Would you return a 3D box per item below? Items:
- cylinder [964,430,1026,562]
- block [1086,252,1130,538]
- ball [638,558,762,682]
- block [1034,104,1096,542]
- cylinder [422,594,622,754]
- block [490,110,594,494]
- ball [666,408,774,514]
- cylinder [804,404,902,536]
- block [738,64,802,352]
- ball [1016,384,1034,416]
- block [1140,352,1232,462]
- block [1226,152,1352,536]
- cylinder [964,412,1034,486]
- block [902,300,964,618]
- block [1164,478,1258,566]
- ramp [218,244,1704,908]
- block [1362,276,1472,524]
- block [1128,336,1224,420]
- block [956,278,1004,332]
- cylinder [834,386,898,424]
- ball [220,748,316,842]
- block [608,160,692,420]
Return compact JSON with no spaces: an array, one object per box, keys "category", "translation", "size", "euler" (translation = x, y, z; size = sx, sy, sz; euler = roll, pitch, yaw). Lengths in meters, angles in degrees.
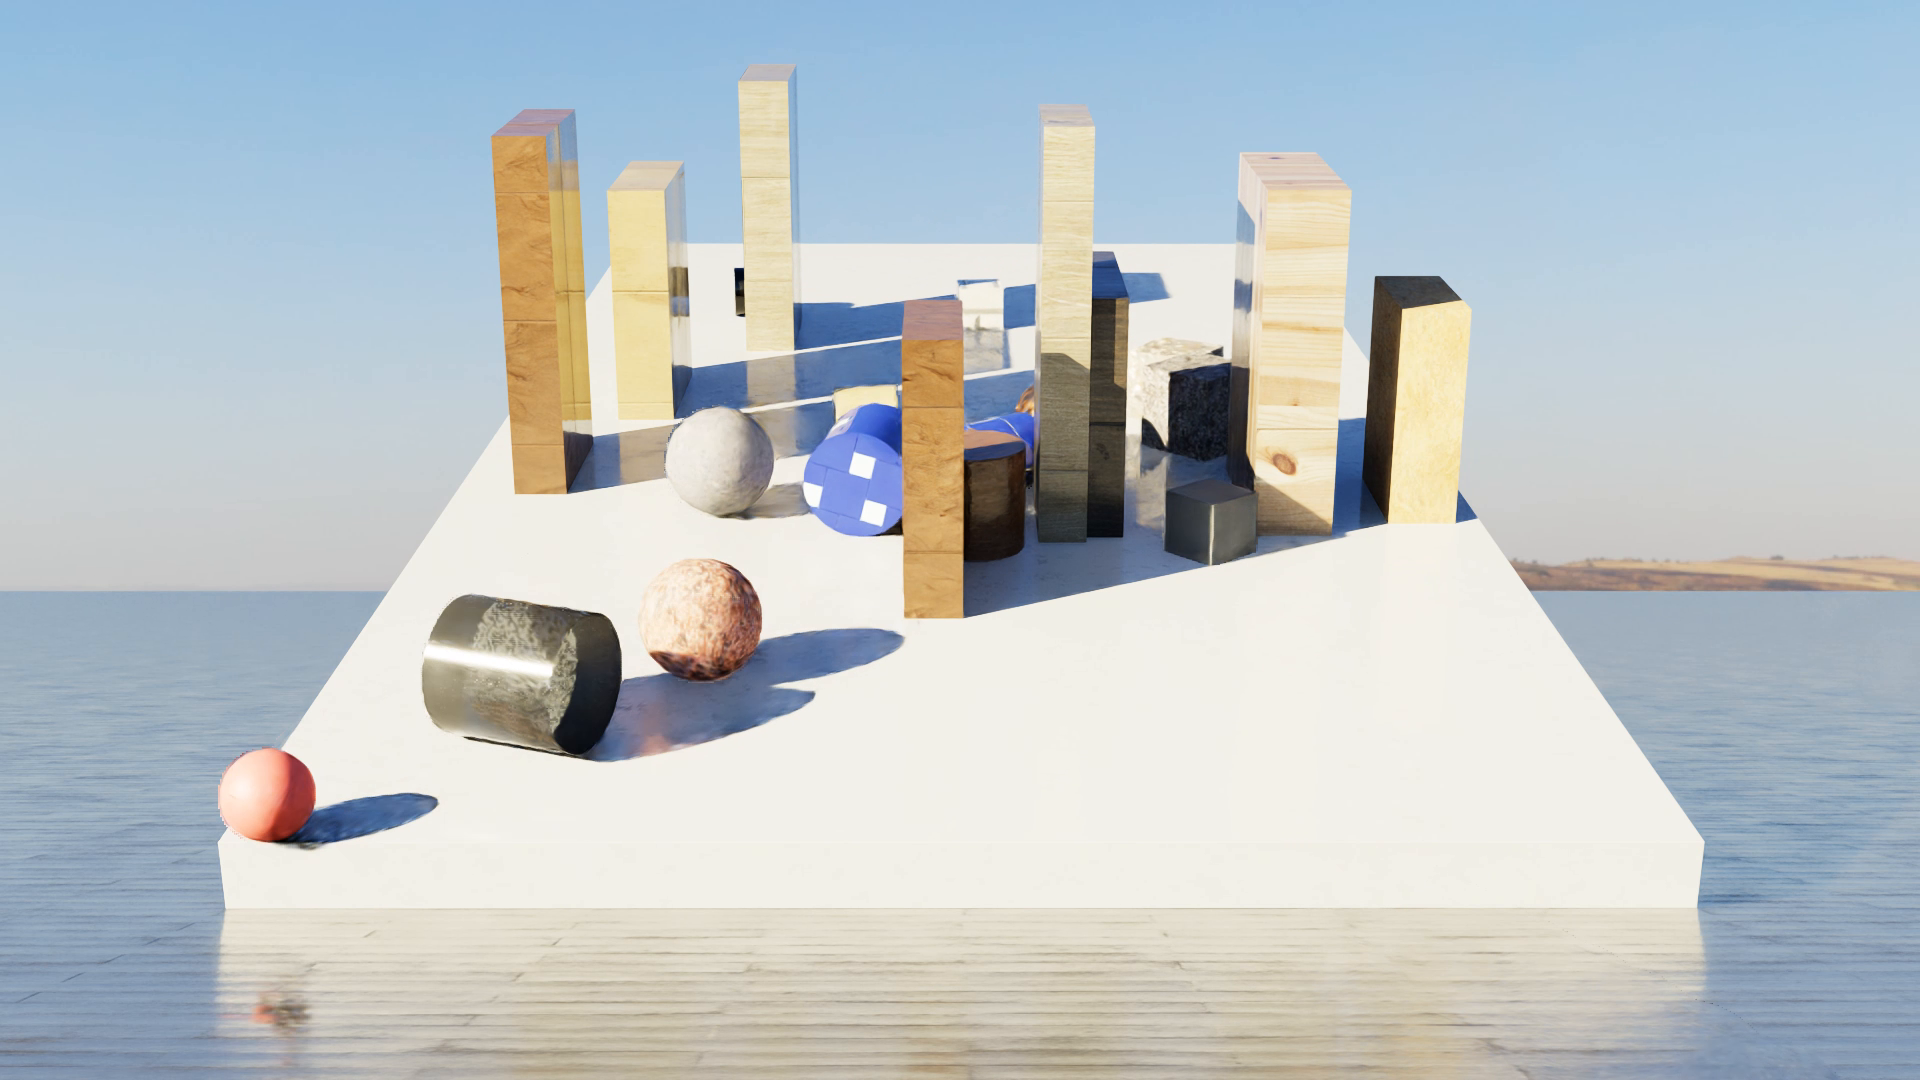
[{"category":"cylinder","translation":[0.023,-0.083,4.152],"size":[0.195,0.195,0.195],"euler":[0,19,0]},{"category":"block","translation":[0.255,-0.289,4.349],"size":[0.101,0.457,0.421],"euler":[0,19,0]},{"category":"ball","translation":[-0.408,0.125,3.546],"size":[0.195,0.195,0.195],"euler":[0,-1,0]},{"category":"block","translation":[0.191,-0.405,4.203],"size":[0.090,0.771,0.277],"euler":[0,19,0]},{"category":"cylinder","translation":[-0.641,0.196,3.308],"size":[0.210,0.210,0.210],"euler":[7,1,20]},{"category":"block","translation":[-0.832,-0.483,4.519],"size":[0.103,0.708,0.353],"euler":[0,19,0]},{"category":"ball","translation":[-0.461,-0.152,4.331],"size":[0.207,0.207,0.207],"euler":[0,-1,0]},{"category":"cylinder","translation":[-0.176,-0.135,4.287],"size":[0.204,0.204,0.204],"euler":[0,19,10]},{"category":"block","translation":[-0.469,-0.832,5.612],"size":[0.117,0.659,0.330],"euler":[0,19,0]},{"category":"ball","translation":[0.200,-0.252,4.676],"size":[0.174,0.174,0.174],"euler":[0,-1,0]},{"category":"block","translation":[0.509,-0.285,4.771],"size":[0.174,0.174,0.174],"euler":[18,26,42]},{"category":"block","translation":[0.624,-0.385,4.328],"size":[0.149,0.652,0.419],"euler":[0,19,0]},{"category":"cylinder","translation":[0.073,-0.169,4.470],"size":[0.149,0.149,0.149],"euler":[-15,8,-36]},{"category":"block","translation":[-0.046,-0.143,3.878],"size":[0.101,0.486,0.287],"euler":[0,19,0]},{"category":"block","translation":[0.460,-0.033,4.128],"size":[0.117,0.117,0.117],"euler":[-16,25,-39]},{"category":"ramp","translation":[-0.004,-0.197,4.936],"size":[2.000,0.100,4.000],"euler":[0,19,0]},{"category":"block","translation":[0.882,-0.276,4.373],"size":[0.128,0.418,0.290],"euler":[0,19,0]},{"category":"block","translation":[0.479,-0.351,4.994],"size":[0.154,0.154,0.154],"euler":[12,22,30]},{"category":"block","translation":[0.050,-0.605,5.798],"size":[0.110,0.110,0.110],"euler":[-2,19,-5]},{"category":"cylinder","translation":[-0.201,-0.262,4.766],"size":[0.129,0.129,0.129],"euler":[-2,-1,-6]},{"category":"ball","translation":[-0.928,0.343,3.021],"size":[0.124,0.124,0.124],"euler":[0,-1,0]},{"category":"block","translation":[-0.695,-0.569,5.078],"size":[0.122,0.508,0.385],"euler":[0,19,0]}]
